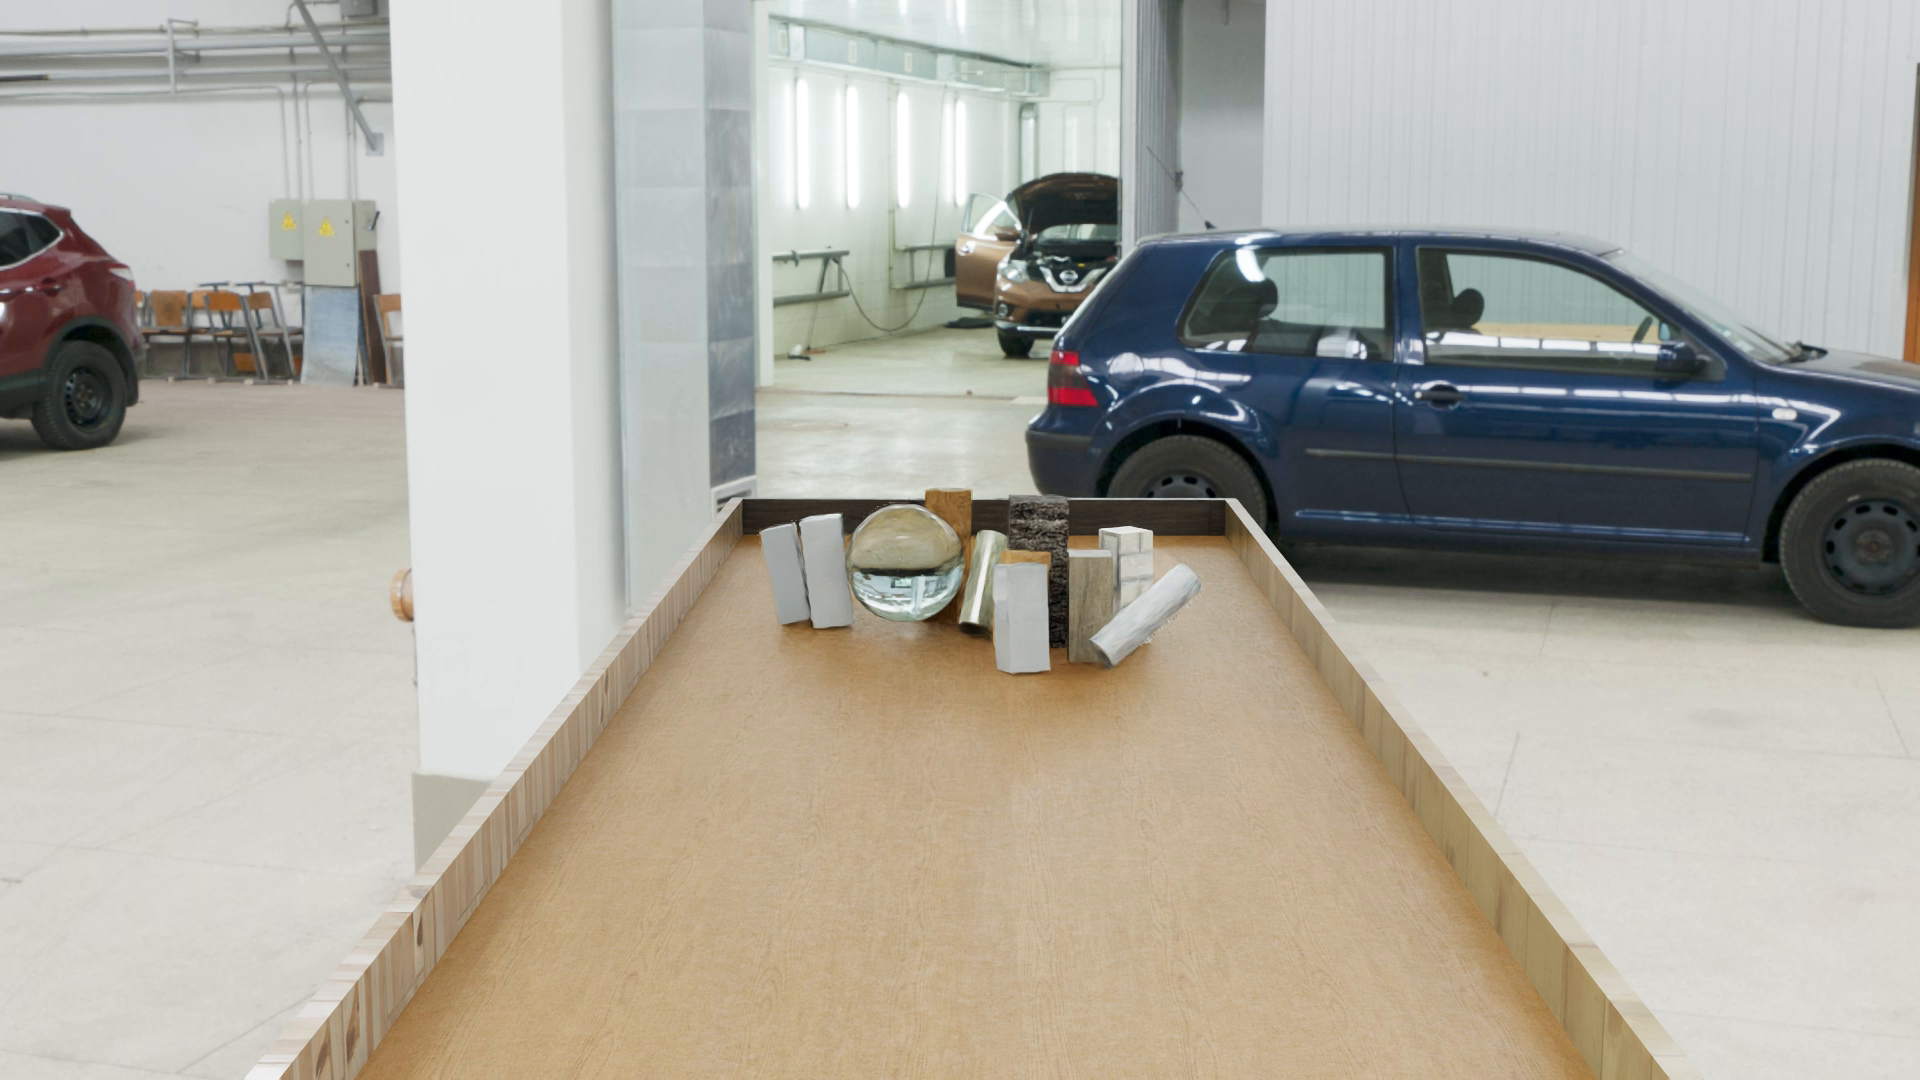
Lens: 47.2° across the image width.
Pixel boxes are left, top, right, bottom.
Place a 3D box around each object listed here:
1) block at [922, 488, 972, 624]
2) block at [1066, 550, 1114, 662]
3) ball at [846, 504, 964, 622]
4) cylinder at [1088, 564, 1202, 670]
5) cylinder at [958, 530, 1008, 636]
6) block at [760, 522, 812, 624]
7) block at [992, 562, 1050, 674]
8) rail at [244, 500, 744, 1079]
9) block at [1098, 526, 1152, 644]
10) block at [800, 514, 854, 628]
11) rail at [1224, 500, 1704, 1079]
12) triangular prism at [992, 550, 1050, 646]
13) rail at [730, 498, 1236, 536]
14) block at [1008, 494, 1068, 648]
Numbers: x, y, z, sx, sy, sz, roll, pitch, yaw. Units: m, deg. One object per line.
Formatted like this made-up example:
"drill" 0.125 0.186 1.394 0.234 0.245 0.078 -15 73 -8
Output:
"block" -0.042 0.052 7.270 0.121 0.435 0.121 3 6 19
"block" 0.394 0.201 6.707 0.130 0.324 0.130 0 9 -1
"ball" -0.177 0.074 7.051 0.383 0.383 0.383 0 9 0
"cylinder" 0.557 0.228 6.609 0.377 0.110 0.110 -39 23 -17
"cylinder" 0.076 0.139 7.091 0.105 0.329 0.105 10 -26 5
"block" -0.567 0.111 7.247 0.105 0.312 0.105 -11 4 5
"block" 0.182 0.229 6.526 0.124 0.314 0.124 -3 4 -19
"rail" -1.004 0.839 3.234 0.050 0.150 12.000 0 9 1
"block" 0.522 0.145 6.954 0.121 0.357 0.121 -6 11 -31
"block" -0.434 0.101 7.195 0.131 0.352 0.131 -7 7 0
"rail" 1.046 0.843 3.208 0.050 0.150 12.000 0 9 1
"triangular prism" 0.216 0.191 6.800 0.134 0.305 0.155 -2 11 -39
"rail" 0.099 -0.098 9.147 2.100 0.150 0.050 0 9 1
"block" 0.244 0.098 6.922 0.179 0.458 0.179 1 9 0
